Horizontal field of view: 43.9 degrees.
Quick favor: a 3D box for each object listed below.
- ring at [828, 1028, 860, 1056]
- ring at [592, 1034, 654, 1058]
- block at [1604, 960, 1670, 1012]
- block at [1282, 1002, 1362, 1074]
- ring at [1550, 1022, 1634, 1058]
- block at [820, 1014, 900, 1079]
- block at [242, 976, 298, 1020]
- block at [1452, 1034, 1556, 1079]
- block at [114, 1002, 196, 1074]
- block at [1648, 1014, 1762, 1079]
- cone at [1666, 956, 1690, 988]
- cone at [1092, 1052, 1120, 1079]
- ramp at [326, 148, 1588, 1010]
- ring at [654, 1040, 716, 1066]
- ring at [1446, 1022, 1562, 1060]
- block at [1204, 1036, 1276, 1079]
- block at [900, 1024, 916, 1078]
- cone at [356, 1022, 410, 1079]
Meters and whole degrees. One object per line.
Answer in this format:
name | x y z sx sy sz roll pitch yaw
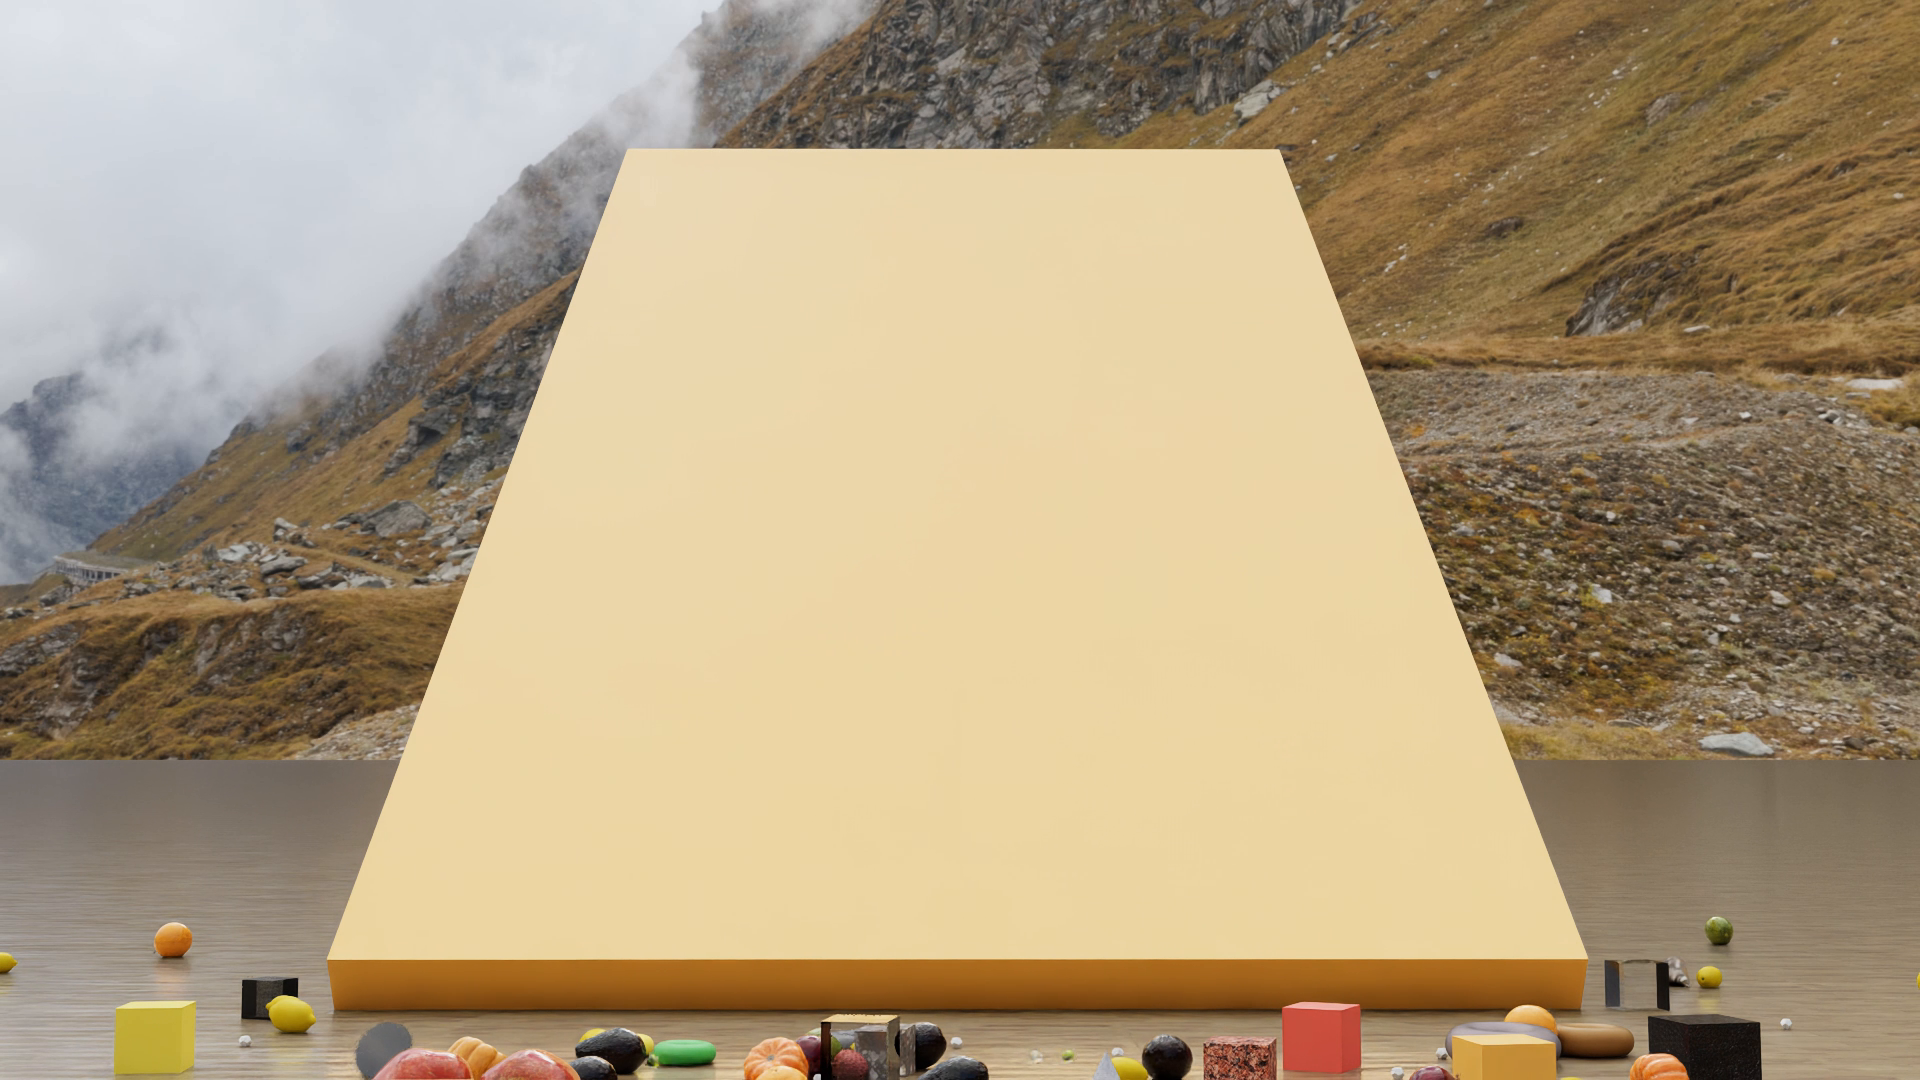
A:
ring | -0.137 0.689 3.270 0.091 0.030 0.091 1 -5 0
ring | -0.458 0.687 3.236 0.084 0.028 0.084 1 -6 0
block | 1.089 0.716 3.833 0.075 0.075 0.075 1 -5 -8
block | 0.473 0.649 3.114 0.080 0.080 0.080 -3 -6 27
ring | 0.860 0.683 3.253 0.117 0.039 0.117 1 -6 0
block | -0.123 0.633 2.948 0.082 0.082 0.082 -1 -5 10
block | -1.074 0.713 3.707 0.060 0.060 0.060 -2 -6 25
block | 0.614 0.608 2.688 0.087 0.087 0.087 1 -5 -10
block | -1.047 0.647 3.102 0.083 0.083 0.083 1 -5 -6
block | 0.886 0.618 2.836 0.093 0.093 0.093 1 -5 -13
cone | 1.273 0.774 4.204 0.057 0.057 0.057 2 21 -22
cone | 0.172 0.630 2.797 0.062 0.062 0.062 0 -5 0
ramp | -0.011 -0.224 5.570 2.000 0.100 4.000 0 28 0
ring | -0.365 0.680 3.161 0.083 0.028 0.083 1 -5 0
ring | 0.716 0.667 3.143 0.150 0.050 0.150 0 -4 0
block | 0.327 0.622 2.779 0.075 0.075 0.075 -1 -5 15
block | -0.093 0.654 3.055 0.060 0.060 0.060 -1 -5 11
cone | -0.721 0.667 3.047 0.076 0.076 0.076 -1 -32 16
